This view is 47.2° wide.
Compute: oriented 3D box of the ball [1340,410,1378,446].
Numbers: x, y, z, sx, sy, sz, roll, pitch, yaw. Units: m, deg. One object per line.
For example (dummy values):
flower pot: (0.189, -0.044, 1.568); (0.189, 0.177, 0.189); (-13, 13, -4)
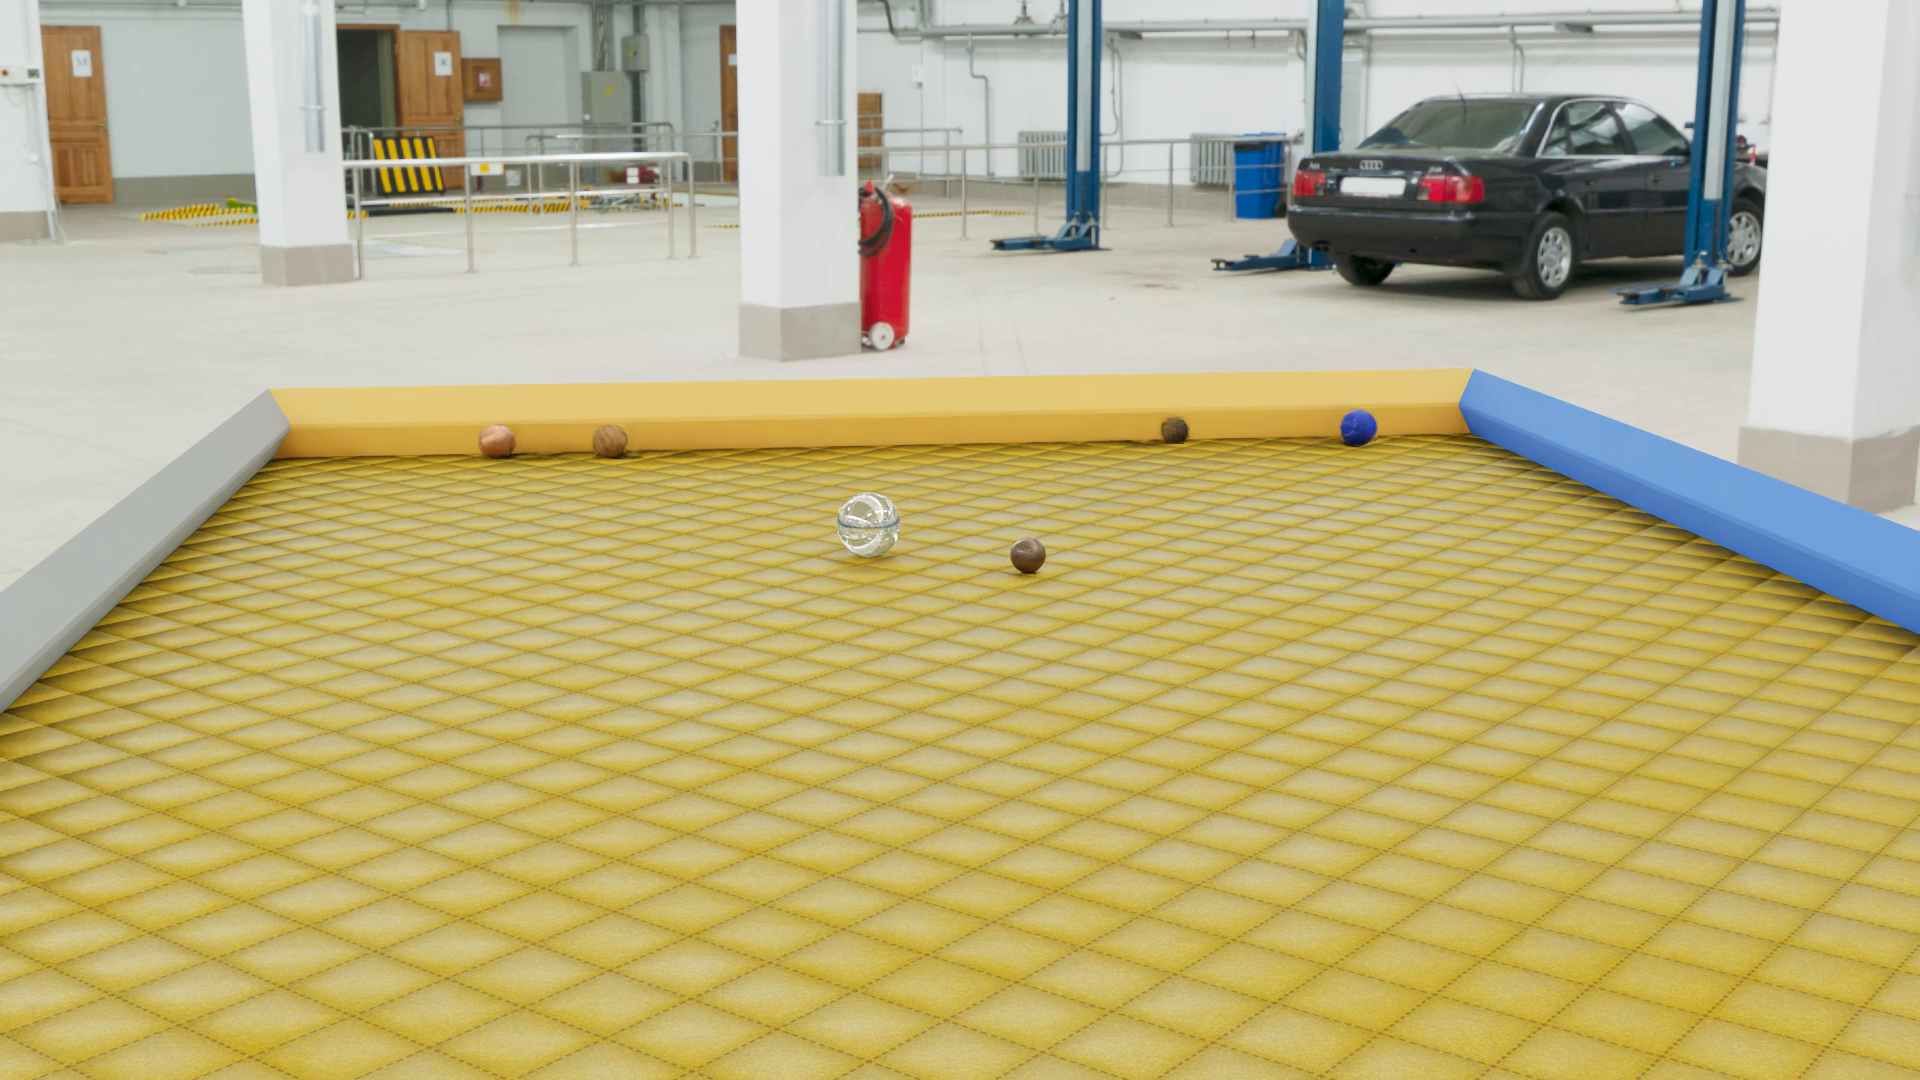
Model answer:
ball: (0.756, -0.213, 4.167); (0.069, 0.069, 0.069); (0, 12, 0)

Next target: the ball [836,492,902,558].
ball: (-0.133, -0.023, 3.199); (0.095, 0.095, 0.095); (0, 12, 0)

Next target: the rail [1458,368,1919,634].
rail: (1.242, 0.153, 2.283); (0.045, 0.126, 4.163); (-1, 12, -7)

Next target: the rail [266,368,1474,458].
rail: (-0.127, -0.239, 4.144); (2.288, 0.126, 0.045); (-1, 12, -7)

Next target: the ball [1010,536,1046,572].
ball: (0.096, 0.021, 3.099); (0.052, 0.052, 0.052); (0, 12, 0)

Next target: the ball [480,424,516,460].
ball: (-0.845, -0.180, 4.020); (0.065, 0.065, 0.065); (0, 12, 0)

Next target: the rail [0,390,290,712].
rail: (-0.982, 0.211, 2.010); (0.045, 0.126, 4.163); (-1, 12, -7)

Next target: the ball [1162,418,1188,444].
ball: (0.409, -0.209, 4.190); (0.051, 0.051, 0.051); (0, 12, 0)

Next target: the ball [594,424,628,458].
ball: (-0.641, -0.181, 4.033); (0.062, 0.062, 0.062); (0, 12, 0)
